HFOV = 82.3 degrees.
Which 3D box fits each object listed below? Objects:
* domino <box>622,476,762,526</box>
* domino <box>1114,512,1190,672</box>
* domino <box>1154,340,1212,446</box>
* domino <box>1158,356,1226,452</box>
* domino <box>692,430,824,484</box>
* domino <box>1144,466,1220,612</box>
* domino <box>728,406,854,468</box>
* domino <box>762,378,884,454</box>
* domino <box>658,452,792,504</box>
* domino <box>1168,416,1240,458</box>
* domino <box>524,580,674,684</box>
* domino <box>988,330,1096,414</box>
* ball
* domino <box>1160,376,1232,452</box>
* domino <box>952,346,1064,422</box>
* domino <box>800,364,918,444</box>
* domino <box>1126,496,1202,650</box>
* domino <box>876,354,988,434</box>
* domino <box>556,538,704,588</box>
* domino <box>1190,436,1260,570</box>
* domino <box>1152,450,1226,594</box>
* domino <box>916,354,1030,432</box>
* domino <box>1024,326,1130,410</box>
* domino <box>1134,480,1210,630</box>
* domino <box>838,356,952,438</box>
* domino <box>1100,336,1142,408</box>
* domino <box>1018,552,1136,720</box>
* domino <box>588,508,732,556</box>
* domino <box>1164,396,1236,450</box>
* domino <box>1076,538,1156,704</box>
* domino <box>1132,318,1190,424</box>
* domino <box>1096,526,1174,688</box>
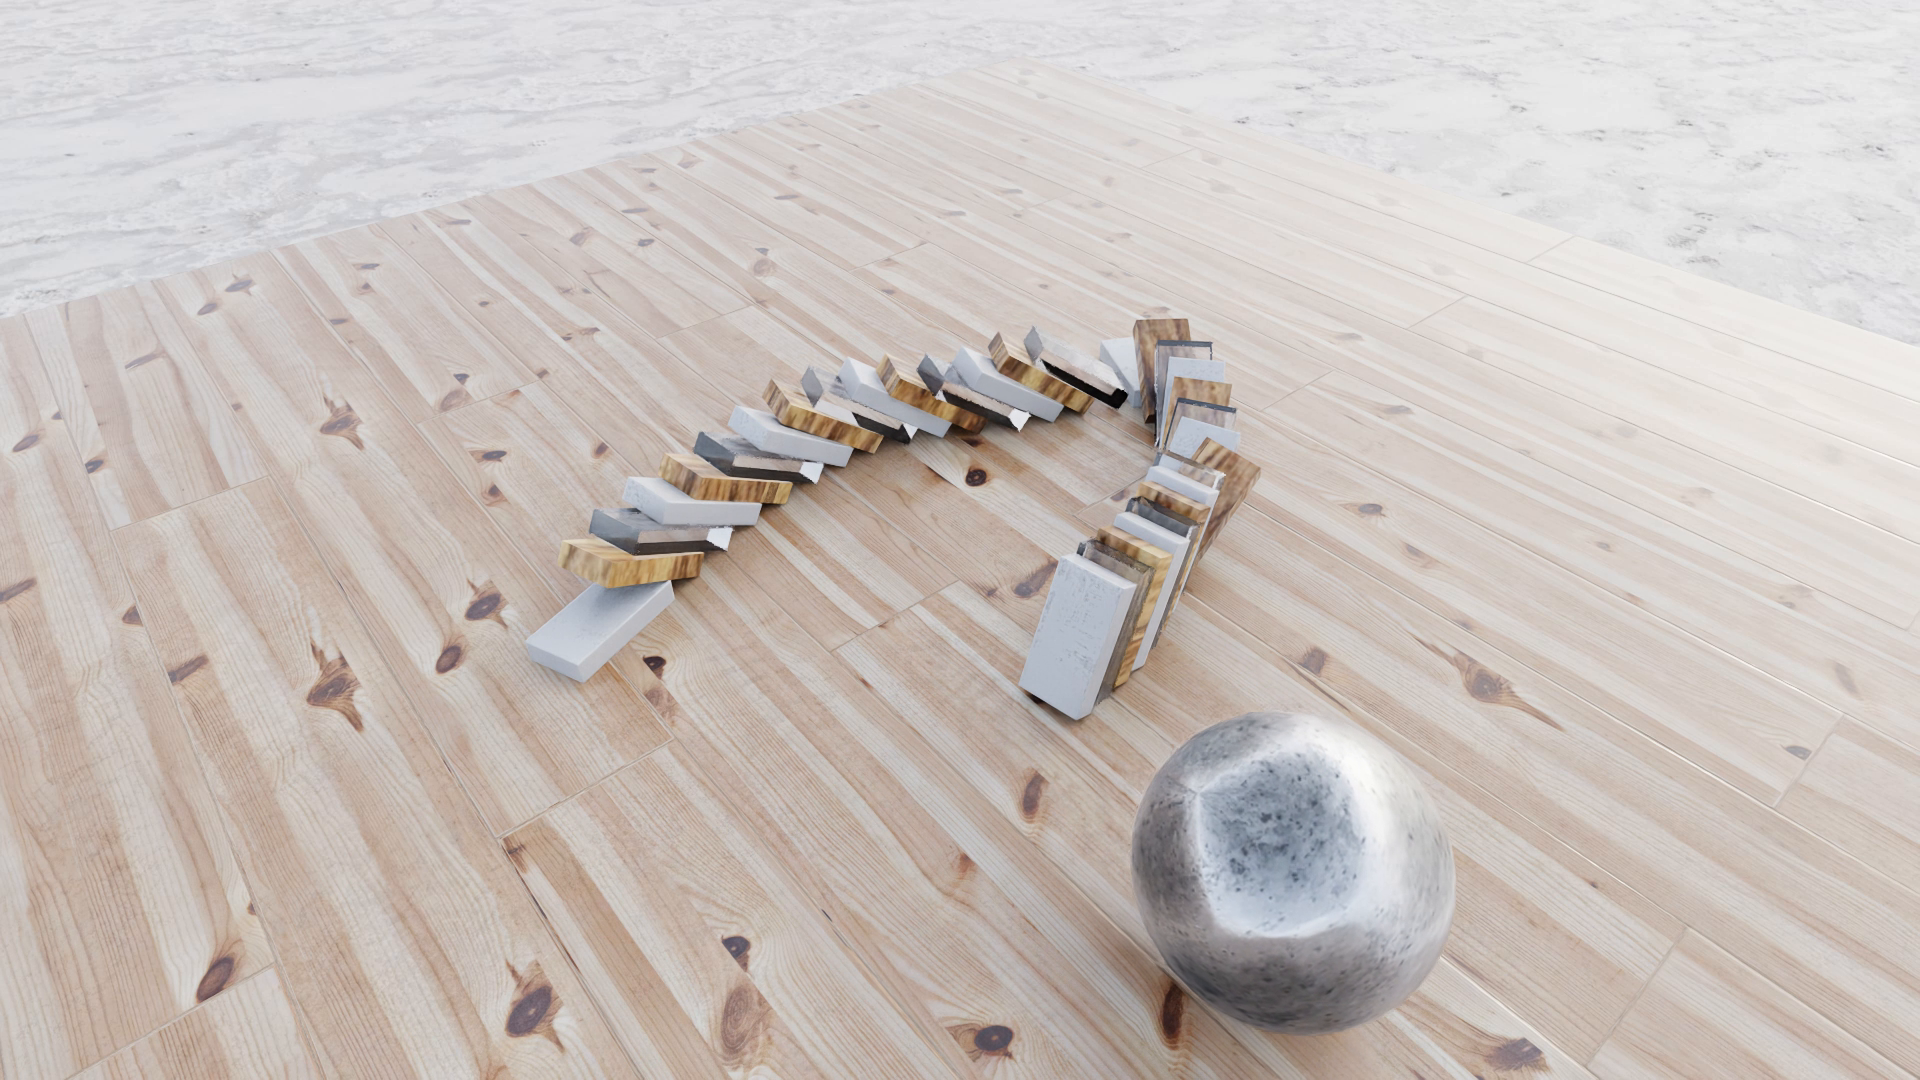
[{"bbox_3d":[-0.107,-0.015,0.443,0.025,0.009,0.050,29,16,30],"label":"domino"},{"bbox_3d":[0.060,0.018,0.390,0.025,0.050,0.009,29,23,30],"label":"domino"},{"bbox_3d":[0.103,-0.067,0.506,0.025,0.010,0.050,3,71,3],"label":"domino"},{"bbox_3d":[0.103,-0.056,0.491,0.025,0.010,0.050,7,74,8],"label":"domino"},{"bbox_3d":[-0.085,-0.035,0.467,0.025,0.009,0.050,32,18,33],"label":"domino"},{"bbox_3d":[0.076,0.000,0.412,0.025,0.050,0.010,28,23,30],"label":"domino"},{"bbox_3d":[-0.073,-0.045,0.477,0.025,0.010,0.050,35,17,35],"label":"domino"},{"bbox_3d":[-0.061,-0.055,0.489,0.050,0.010,0.025,15,24,-40],"label":"domino"},{"bbox_3d":[-0.096,-0.025,0.455,0.025,0.010,0.050,30,17,32],"label":"domino"},{"bbox_3d":[0.094,-0.023,0.450,0.025,0.009,0.050,20,78,19],"label":"domino"},{"bbox_3d":[-0.132,0.029,0.408,0.025,0.009,0.050,19,43,21],"label":"domino"},{"bbox_3d":[0.038,-0.079,0.519,0.050,0.009,0.025,22,29,-26],"label":"domino"},{"bbox_3d":[0.085,0.084,0.285,0.080,0.080,0.080,0,39,0],"label":"ball"},{"bbox_3d":[0.101,-0.045,0.477,0.025,0.010,0.050,10,75,12],"label":"domino"},{"bbox_3d":[0.022,-0.072,0.511,0.050,0.010,0.025,17,28,-36],"label":"domino"},{"bbox_3d":[-0.045,-0.061,0.496,0.050,0.009,0.025,19,25,-34],"label":"domino"},{"bbox_3d":[0.066,0.012,0.397,0.025,0.050,0.009,29,23,30],"label":"domino"},{"bbox_3d":[-0.012,-0.067,0.503,0.050,0.010,0.025,20,26,-33],"label":"domino"},{"bbox_3d":[-0.123,0.007,0.415,0.025,0.009,0.050,20,12,23],"label":"domino"},{"bbox_3d":[0.094,-0.013,0.436,0.025,0.009,0.050,35,83,22],"label":"domino"},{"bbox_3d":[0.080,-0.006,0.419,0.025,0.050,0.009,27,22,29],"label":"domino"},{"bbox_3d":[0.006,-0.068,0.505,0.050,0.009,0.025,17,27,-36],"label":"domino"},{"bbox_3d":[0.055,-0.082,0.522,0.050,0.009,0.025,23,29,-24],"label":"domino"},{"bbox_3d":[0.071,0.006,0.404,0.025,0.050,0.009,28,23,30],"label":"domino"},{"bbox_3d":[-0.029,-0.065,0.501,0.050,0.010,0.025,20,26,-32],"label":"domino"},{"bbox_3d":[0.090,-0.084,0.546,0.025,0.010,0.050,-9,40,-10],"label":"domino"},{"bbox_3d":[0.039,0.033,0.372,0.025,0.050,0.009,29,23,30],"label":"domino"},{"bbox_3d":[-0.116,-0.004,0.428,0.025,0.009,0.050,23,13,27],"label":"domino"},{"bbox_3d":[0.098,-0.033,0.463,0.025,0.009,0.050,14,76,16],"label":"domino"},{"bbox_3d":[0.046,0.028,0.378,0.025,0.050,0.010,29,23,30],"label":"domino"},{"bbox_3d":[0.098,-0.080,0.522,0.025,0.010,0.050,-2,71,-4],"label":"domino"},{"bbox_3d":[0.054,0.023,0.384,0.025,0.050,0.010,29,23,30],"label":"domino"}]
